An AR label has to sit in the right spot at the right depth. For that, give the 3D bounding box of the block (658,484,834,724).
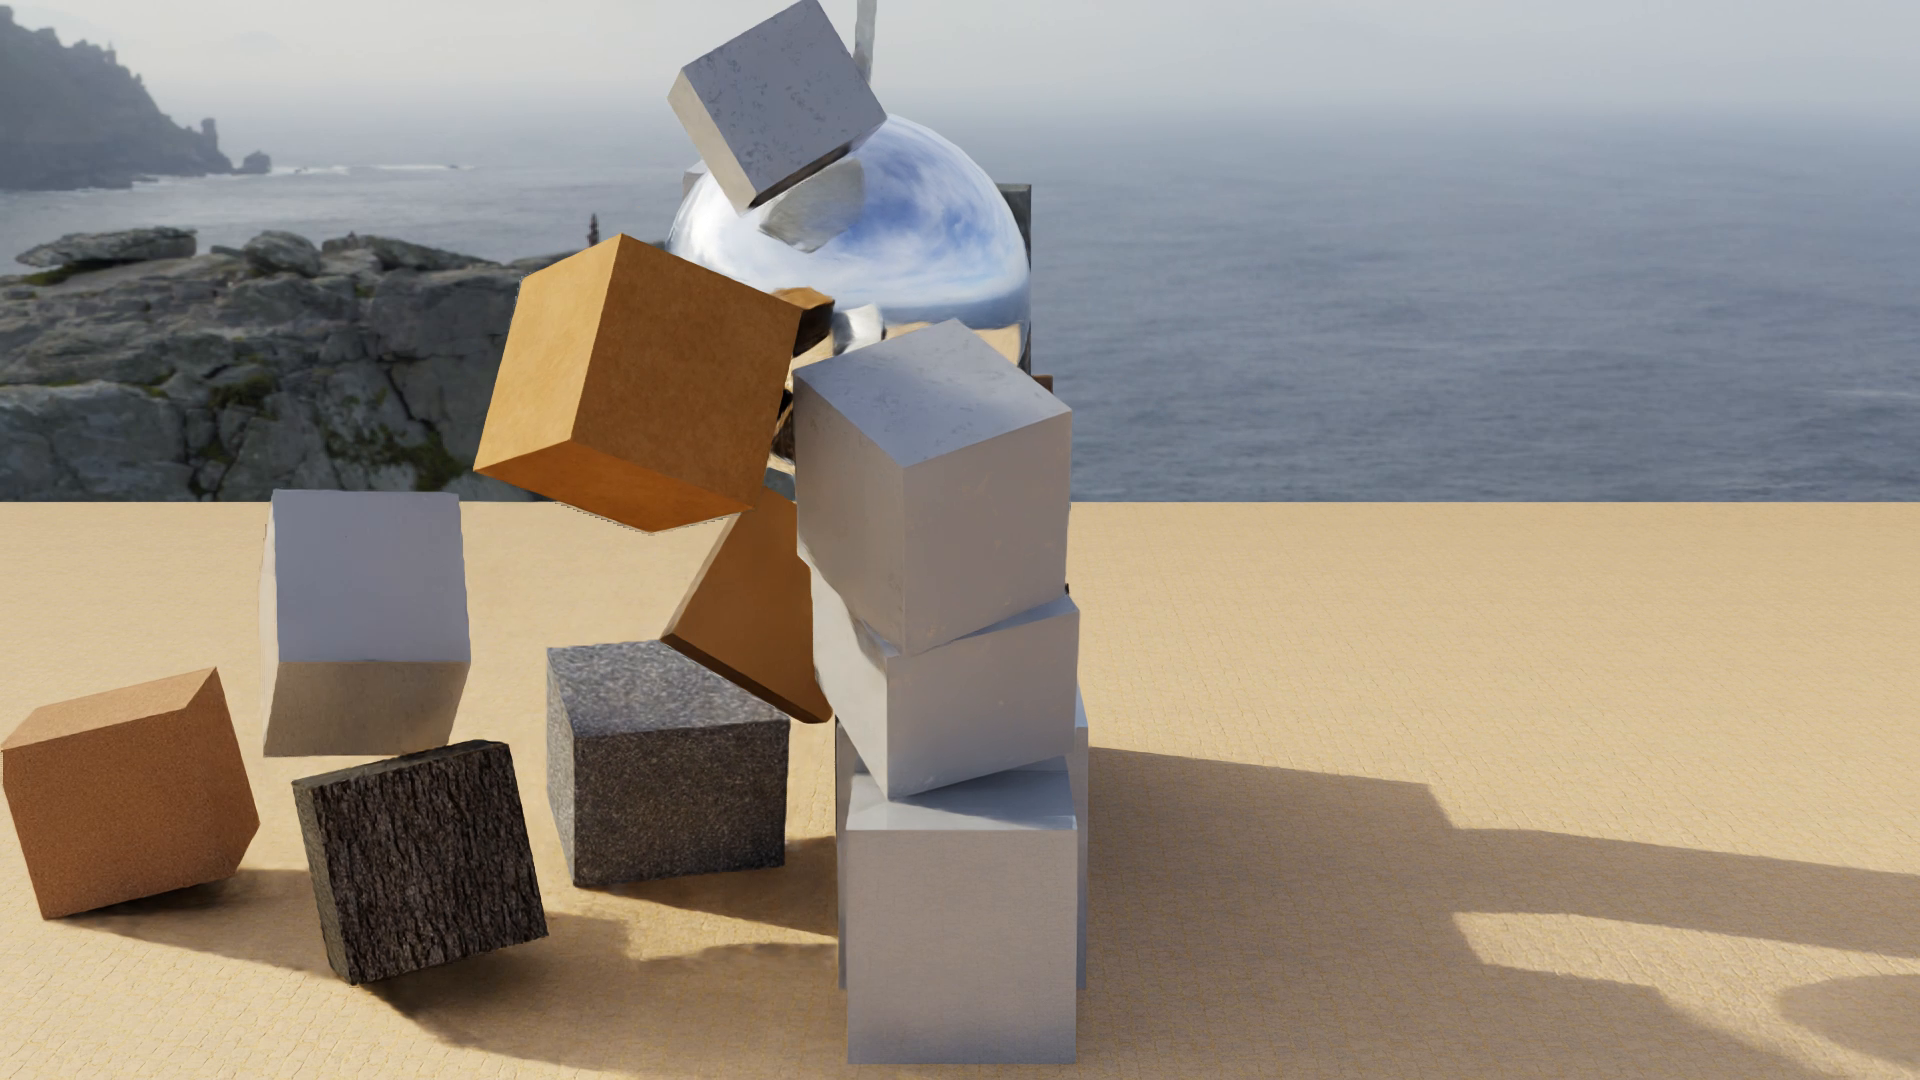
[{"bbox_3d":[-0.730,0.275,10.538,0.713,0.691,0.732,31,-9,-7],"label":"block"}]

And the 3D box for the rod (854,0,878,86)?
[{"bbox_3d":[-0.212,-4.376,10.385,0.080,5.200,0.080,5,10,-1],"label":"rod"}]

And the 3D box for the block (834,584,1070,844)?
[{"bbox_3d":[-0.020,0.808,12.232,1.080,1.034,0.988,0,10,2],"label":"block"}]

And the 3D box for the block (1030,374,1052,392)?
[{"bbox_3d":[-0.030,-0.249,12.360,0.927,0.997,0.904,1,10,3],"label":"block"}]

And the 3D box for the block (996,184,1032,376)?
[{"bbox_3d":[-0.075,-1.204,12.201,0.804,0.939,0.763,1,10,3],"label":"block"}]

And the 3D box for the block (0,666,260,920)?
[{"bbox_3d":[-3.580,1.080,11.100,0.801,0.751,0.768,-13,11,-4],"label":"block"}]

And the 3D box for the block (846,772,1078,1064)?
[{"bbox_3d":[0.006,1.384,9.512,0.819,0.873,0.760,0,10,0],"label":"block"}]

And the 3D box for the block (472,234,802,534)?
[{"bbox_3d":[-1.156,-0.536,9.176,0.736,0.753,0.810,21,-17,-30],"label":"block"}]

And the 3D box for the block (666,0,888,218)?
[{"bbox_3d":[-0.722,-1.687,10.022,0.593,0.551,0.546,-32,4,-12],"label":"block"}]

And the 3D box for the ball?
[{"bbox_3d":[-0.490,-1.042,10.991,1.600,1.600,1.600,0,10,0],"label":"ball"}]

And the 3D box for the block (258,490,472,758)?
[{"bbox_3d":[-2.505,0.356,10.725,0.752,0.797,0.846,1,-31,-19],"label":"block"}]

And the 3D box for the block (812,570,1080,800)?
[{"bbox_3d":[-0.067,0.398,9.643,0.753,0.662,0.785,-13,37,-19],"label":"block"}]

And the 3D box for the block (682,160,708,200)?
[{"bbox_3d":[-0.938,-1.459,12.058,0.623,0.568,0.650,8,17,5],"label":"block"}]

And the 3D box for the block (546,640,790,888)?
[{"bbox_3d":[-1.328,0.973,11.523,0.941,0.757,0.812,-4,27,-17],"label":"block"}]

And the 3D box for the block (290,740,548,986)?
[{"bbox_3d":[-2.117,1.234,9.999,0.750,0.749,0.766,-12,1,-20],"label":"block"}]

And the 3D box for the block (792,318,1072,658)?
[{"bbox_3d":[-0.107,-0.198,9.217,0.690,0.803,0.748,-20,40,-27],"label":"block"}]

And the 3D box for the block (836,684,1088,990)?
[{"bbox_3d":[0.006,1.138,10.377,0.962,1.048,1.019,0,10,0],"label":"block"}]
